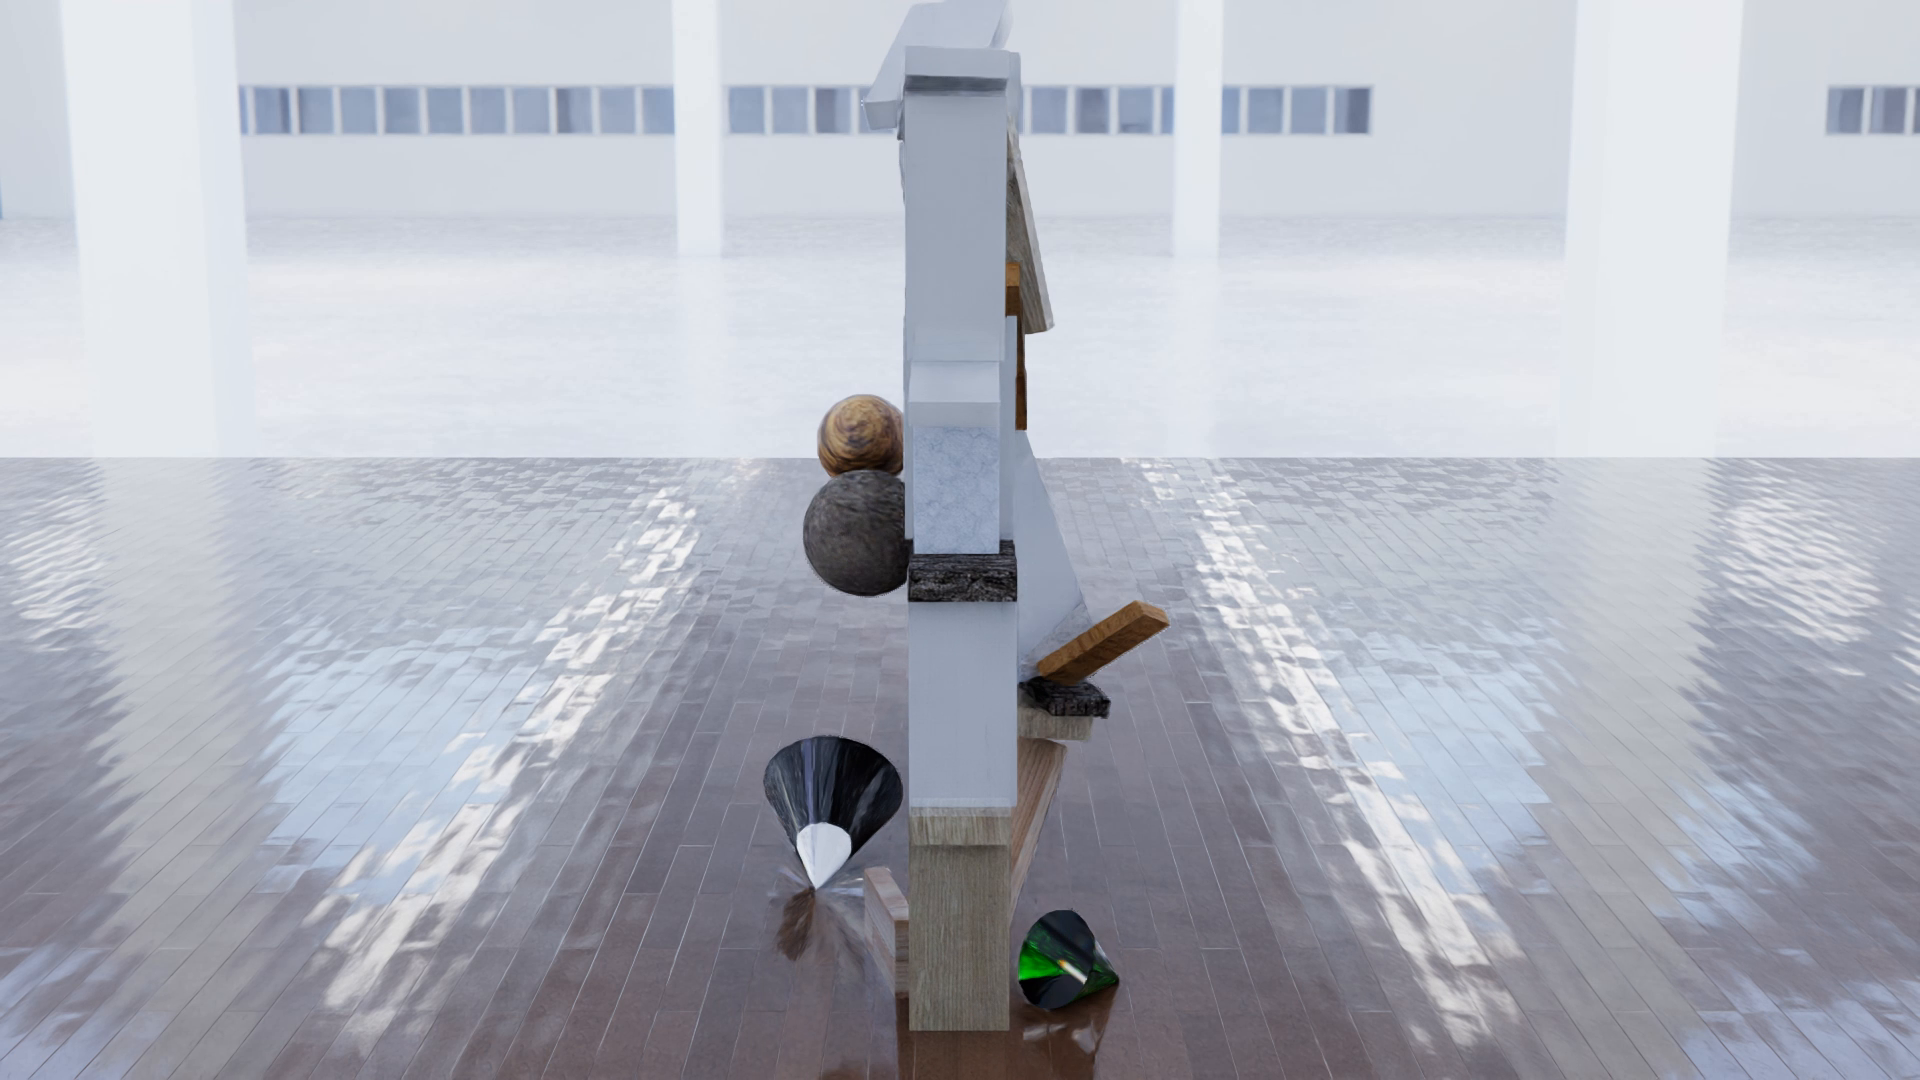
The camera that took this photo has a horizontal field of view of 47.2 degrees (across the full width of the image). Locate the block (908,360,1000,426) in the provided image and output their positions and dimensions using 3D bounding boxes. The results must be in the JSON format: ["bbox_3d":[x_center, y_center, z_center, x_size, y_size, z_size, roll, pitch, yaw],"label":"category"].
[{"bbox_3d":[-0.007,-0.210,2.993,0.121,0.034,0.241,0,22,1],"label":"block"}]

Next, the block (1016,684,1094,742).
[{"bbox_3d":[0.091,0.246,3.573,0.164,0.047,0.329,5,13,-14],"label":"block"}]

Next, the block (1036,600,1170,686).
[{"bbox_3d":[0.220,0.160,3.393,0.192,0.027,0.096,-34,-26,19],"label":"block"}]

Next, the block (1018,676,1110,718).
[{"bbox_3d":[0.157,0.236,3.491,0.096,0.027,0.192,4,13,-19],"label":"block"}]

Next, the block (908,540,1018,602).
[{"bbox_3d":[0.003,0.036,3.127,0.149,0.042,0.299,0,11,0],"label":"block"}]

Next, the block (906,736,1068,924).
[{"bbox_3d":[0.042,0.457,3.476,0.164,0.329,0.047,17,-21,6],"label":"block"}]

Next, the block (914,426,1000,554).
[{"bbox_3d":[-0.005,-0.103,3.097,0.121,0.241,0.034,0,10,0],"label":"block"}]

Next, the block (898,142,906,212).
[{"bbox_3d":[-0.007,-0.455,3.198,0.136,0.272,0.039,-3,42,4],"label":"block"}]

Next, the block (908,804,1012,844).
[{"bbox_3d":[-0.001,0.374,3.168,0.142,0.040,0.283,0,11,0],"label":"block"}]

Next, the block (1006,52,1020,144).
[{"bbox_3d":[0.014,-0.532,3.532,0.161,0.487,0.046,-1,9,-6],"label":"block"}]

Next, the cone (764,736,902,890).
[{"bbox_3d":[-0.232,0.513,3.781,0.248,0.248,0.248,1,37,4],"label":"cone"}]

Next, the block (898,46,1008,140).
[{"bbox_3d":[-0.013,-0.608,3.020,0.136,0.039,0.272,1,-8,-4],"label":"block"}]

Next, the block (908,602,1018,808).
[{"bbox_3d":[0.004,0.222,3.061,0.149,0.299,0.042,0,11,0],"label":"block"}]

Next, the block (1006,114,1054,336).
[{"bbox_3d":[0.029,-0.463,3.309,0.161,0.322,0.046,-8,13,19],"label":"block"}]

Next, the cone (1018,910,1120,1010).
[{"bbox_3d":[0.189,0.635,3.248,0.146,0.146,0.146,26,-8,-39],"label":"cone"}]

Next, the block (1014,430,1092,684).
[{"bbox_3d":[0.080,0.019,3.463,0.162,0.394,0.046,-19,2,-13],"label":"block"}]

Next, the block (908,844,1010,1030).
[{"bbox_3d":[-0.001,0.551,3.104,0.142,0.283,0.040,0,11,0],"label":"block"}]

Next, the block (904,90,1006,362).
[{"bbox_3d":[-0.006,-0.424,2.988,0.136,0.365,0.039,0,22,1],"label":"block"}]

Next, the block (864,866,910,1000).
[{"bbox_3d":[-0.106,0.592,3.330,0.034,0.121,0.241,-2,11,-13],"label":"block"}]

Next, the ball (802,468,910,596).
[{"bbox_3d":[-0.165,-0.013,3.878,0.225,0.225,0.225,0,11,0],"label":"ball"}]

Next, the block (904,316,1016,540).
[{"bbox_3d":[0.000,-0.164,3.198,0.162,0.323,0.046,0,6,1],"label":"block"}]

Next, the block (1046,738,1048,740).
[{"bbox_3d":[0.121,0.364,4.370,0.094,0.189,0.027,-5,-8,-23],"label":"block"}]

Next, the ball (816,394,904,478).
[{"bbox_3d":[-0.176,-0.180,4.033,0.176,0.176,0.176,0,11,0],"label":"ball"}]

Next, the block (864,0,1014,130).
[{"bbox_3d":[-0.028,-0.734,3.372,0.161,0.046,0.322,-1,39,16],"label":"block"}]

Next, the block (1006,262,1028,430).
[{"bbox_3d":[0.015,-0.286,3.303,0.162,0.323,0.046,0,53,4],"label":"block"}]
